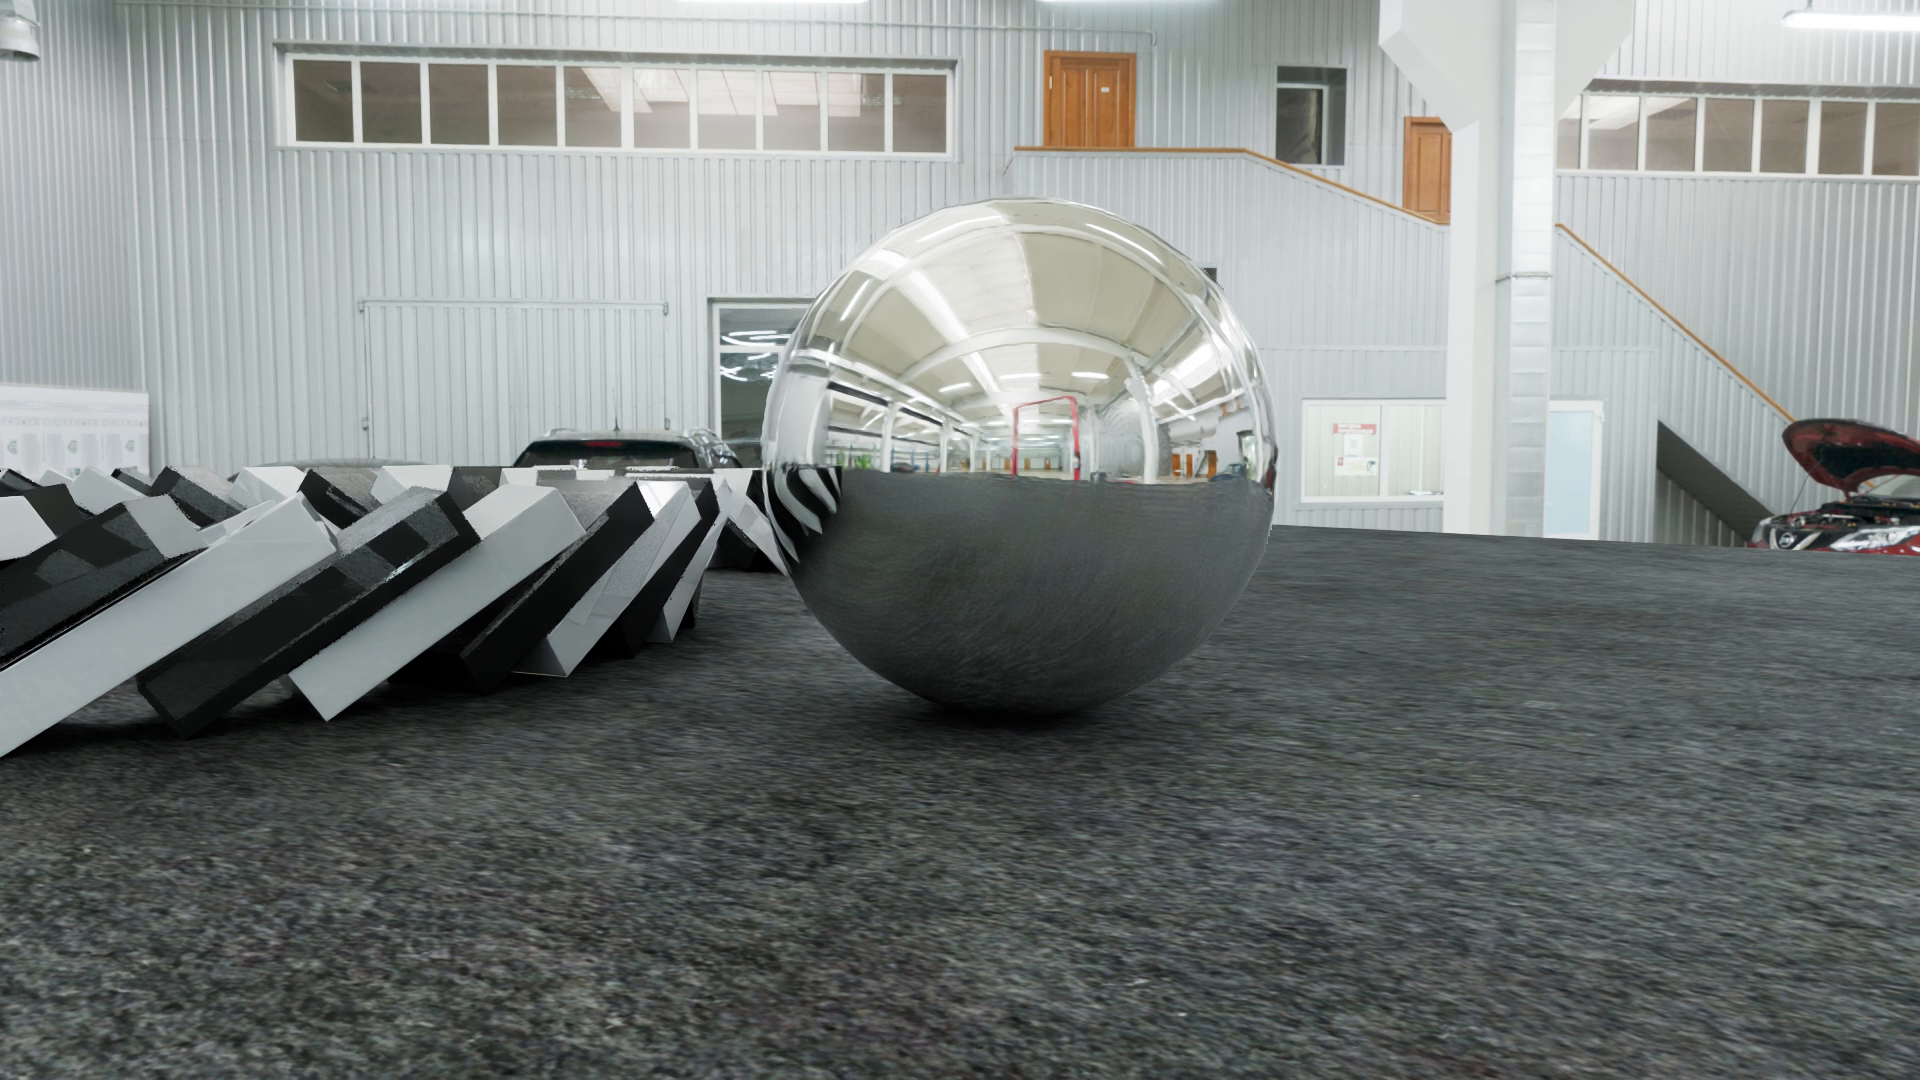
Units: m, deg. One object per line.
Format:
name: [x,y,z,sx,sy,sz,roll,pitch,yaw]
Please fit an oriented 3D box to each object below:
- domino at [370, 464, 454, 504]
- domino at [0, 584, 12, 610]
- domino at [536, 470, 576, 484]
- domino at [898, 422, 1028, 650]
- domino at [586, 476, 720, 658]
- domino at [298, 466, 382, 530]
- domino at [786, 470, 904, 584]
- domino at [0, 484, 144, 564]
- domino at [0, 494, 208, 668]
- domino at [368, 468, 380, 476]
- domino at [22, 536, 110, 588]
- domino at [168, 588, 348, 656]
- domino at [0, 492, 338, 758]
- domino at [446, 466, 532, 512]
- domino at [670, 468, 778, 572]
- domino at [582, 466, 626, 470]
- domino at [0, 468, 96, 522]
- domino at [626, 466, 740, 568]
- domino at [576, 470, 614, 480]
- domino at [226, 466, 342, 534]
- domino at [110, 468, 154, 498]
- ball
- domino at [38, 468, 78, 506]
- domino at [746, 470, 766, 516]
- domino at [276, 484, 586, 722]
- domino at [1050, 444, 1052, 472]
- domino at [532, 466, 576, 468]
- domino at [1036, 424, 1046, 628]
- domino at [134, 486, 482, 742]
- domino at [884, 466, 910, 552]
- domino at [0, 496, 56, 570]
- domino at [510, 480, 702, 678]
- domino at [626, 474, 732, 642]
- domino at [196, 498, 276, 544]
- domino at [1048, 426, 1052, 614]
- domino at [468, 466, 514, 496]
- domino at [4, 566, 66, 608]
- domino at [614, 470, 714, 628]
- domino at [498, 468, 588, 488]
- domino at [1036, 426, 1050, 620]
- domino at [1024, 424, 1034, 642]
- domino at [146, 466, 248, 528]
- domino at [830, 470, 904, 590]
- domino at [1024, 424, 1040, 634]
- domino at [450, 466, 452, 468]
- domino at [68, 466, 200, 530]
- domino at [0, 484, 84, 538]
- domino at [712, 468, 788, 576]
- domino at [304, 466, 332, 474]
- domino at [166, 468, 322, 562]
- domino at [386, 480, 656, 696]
domino: [-0.147,-0.004,0.379,0.050,0.010,0.025,38,18,17]
domino: [-0.240,0.003,0.284,0.025,0.010,0.050,0,-30,-4]
domino: [-0.097,-0.001,0.348,0.025,0.010,0.050,-2,38,-30]
domino: [0.001,-0.001,0.273,0.025,0.050,0.010,0,-29,5]
domino: [-0.073,0.004,0.275,0.025,0.010,0.050,1,37,14]
domino: [-0.167,-0.004,0.380,0.050,0.010,0.025,34,9,6]
domino: [-0.032,-0.005,0.409,0.025,0.010,0.050,-3,37,-38]
domino: [-0.293,-0.005,0.411,0.025,0.010,0.050,4,-25,46]
domino: [-0.135,0.012,0.181,0.050,0.010,0.025,-35,14,-13]
domino: [-0.191,-0.009,0.466,0.050,0.009,0.025,31,3,-4]
domino: [-0.244,0.000,0.327,0.025,0.009,0.050,2,-31,38]
domino: [-0.147,0.017,0.276,0.050,0.009,0.025,-2,5,-25]
domino: [-0.119,0.011,0.191,0.050,0.010,0.025,-36,18,-19]
domino: [-0.126,-0.003,0.373,0.025,0.010,0.050,-4,40,-48]
domino: [-0.078,-0.008,0.445,0.050,0.009,0.025,39,25,28]
domino: [-0.113,-0.009,0.463,0.050,0.010,0.025,36,19,22]
domino: [-0.234,-0.001,0.343,0.025,0.010,0.050,4,-29,46]
domino: [-0.095,-0.009,0.455,0.050,0.010,0.025,38,21,25]
domino: [-0.085,0.000,0.332,0.025,0.010,0.050,-1,38,-19]
domino: [-0.186,-0.004,0.379,0.050,0.009,0.025,34,5,1]
domino: [-0.264,-0.008,0.440,0.050,0.010,0.025,33,-9,-22]
ball: [0.009,-0.013,0.201,0.080,0.080,0.080,0,4,0]
domino: [-0.280,-0.007,0.427,0.050,0.010,0.025,35,-16,-30]
domino: [-0.047,-0.006,0.422,0.025,0.010,0.050,-4,37,-43]
domino: [-0.090,0.009,0.216,0.050,0.010,0.025,-42,27,-29]
domino: [0.011,-0.005,0.345,0.025,0.050,0.010,3,-39,6]
domino: [-0.132,-0.010,0.467,0.050,0.010,0.025,34,14,14]
domino: [0.008,-0.004,0.306,0.025,0.050,0.010,0,-29,5]
domino: [-0.103,0.010,0.203,0.050,0.010,0.025,-39,24,-25]
domino: [-0.005,-0.004,0.378,0.025,0.010,0.050,-1,38,-16]
domino: [-0.153,0.012,0.173,0.050,0.010,0.025,-34,11,-9]
domino: [-0.076,0.006,0.255,0.025,0.009,0.050,2,37,24]
domino: [-0.072,0.003,0.294,0.025,0.010,0.050,1,37,8]
domino: [-0.164,0.008,0.258,0.050,0.009,0.025,-22,14,-2]
domino: [0.011,-0.006,0.329,0.025,0.050,0.010,0,-29,5]
domino: [-0.152,-0.010,0.469,0.050,0.010,0.025,32,9,6]
domino: [-0.244,0.002,0.305,0.025,0.009,0.050,1,-30,12]
domino: [-0.075,0.001,0.314,0.025,0.010,0.050,0,38,-4]
domino: [-0.110,-0.002,0.362,0.025,0.010,0.050,-3,38,-37]
domino: [0.010,-0.005,0.318,0.025,0.050,0.010,0,-29,5]
domino: [0.003,-0.002,0.284,0.025,0.050,0.010,0,-29,5]
domino: [-0.205,-0.004,0.373,0.050,0.010,0.025,34,-2,-10]
domino: [-0.019,-0.004,0.394,0.025,0.010,0.050,-2,37,-30]
domino: [0.005,-0.003,0.295,0.025,0.050,0.009,1,-29,5]
domino: [-0.172,-0.010,0.468,0.050,0.009,0.025,31,5,0]
domino: [-0.221,-0.003,0.359,0.050,0.009,0.025,38,-15,-28]
domino: [-0.191,0.007,0.245,0.050,0.010,0.025,-29,-2,33]
domino: [-0.062,-0.007,0.434,0.025,0.010,0.050,-5,37,-48]
domino: [-0.210,-0.009,0.462,0.050,0.010,0.025,31,0,-8]
domino: [-0.247,-0.008,0.450,0.050,0.009,0.025,32,-6,-16]
domino: [-0.082,0.007,0.237,0.025,0.010,0.050,2,38,29]
